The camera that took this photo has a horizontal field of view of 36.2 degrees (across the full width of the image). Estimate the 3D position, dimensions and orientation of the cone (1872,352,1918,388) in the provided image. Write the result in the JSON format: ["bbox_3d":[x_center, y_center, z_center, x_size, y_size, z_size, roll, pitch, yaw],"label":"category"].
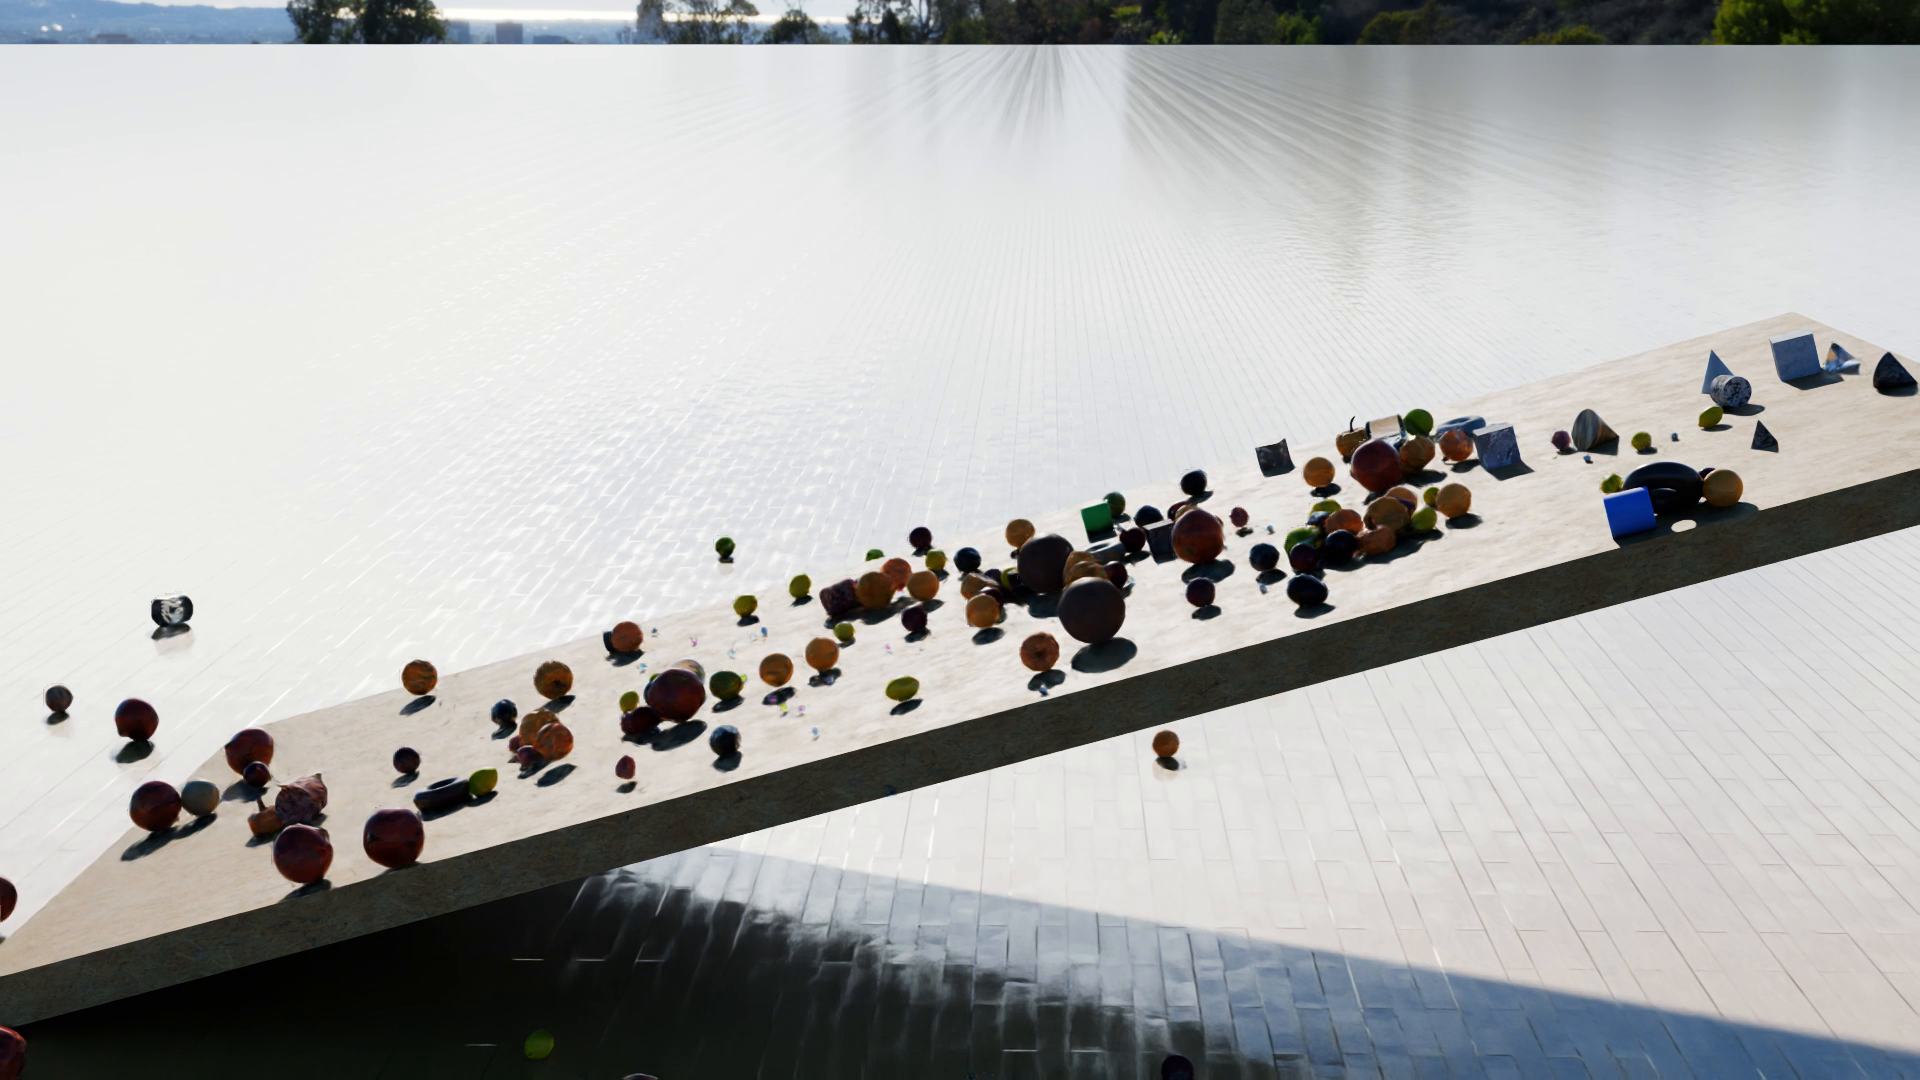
[{"bbox_3d":[1.899,-0.330,5.940,0.079,0.079,0.079,26,24,35],"label":"cone"}]

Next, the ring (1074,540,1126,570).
[{"bbox_3d":[0.307,0.034,6.435,0.120,0.040,0.120,-17,9,3],"label":"ring"}]

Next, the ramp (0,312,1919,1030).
[{"bbox_3d":[0.084,0.190,6.326,4.000,0.100,2.000,-15,9,4],"label":"ramp"}]

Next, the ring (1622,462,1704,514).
[{"bbox_3d":[1.282,-0.095,5.366,0.148,0.049,0.148,4,-28,2],"label":"ring"}]

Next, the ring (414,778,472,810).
[{"bbox_3d":[-1.034,0.508,5.889,0.122,0.041,0.122,-16,8,2],"label":"ring"}]

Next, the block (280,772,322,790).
[{"bbox_3d":[-1.393,0.537,6.247,0.062,0.062,0.062,-10,11,31],"label":"block"}]

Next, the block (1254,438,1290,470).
[{"bbox_3d":[0.749,-0.206,7.041,0.058,0.058,0.058,-10,11,30],"label":"block"}]

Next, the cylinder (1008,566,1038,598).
[{"bbox_3d":[0.136,0.090,6.345,0.054,0.054,0.054,-15,9,3],"label":"cylinder"}]

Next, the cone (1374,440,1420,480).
[{"bbox_3d":[0.973,-0.169,6.513,0.093,0.093,0.093,11,10,-2],"label":"cone"}]

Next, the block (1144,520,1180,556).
[{"bbox_3d":[0.439,-0.006,6.396,0.058,0.058,0.058,-16,9,-3],"label":"block"}]

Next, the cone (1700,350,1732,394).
[{"bbox_3d":[1.656,-0.376,6.441,0.090,0.090,0.090,-15,9,3],"label":"cone"}]

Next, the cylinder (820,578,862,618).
[{"bbox_3d":[-0.272,0.131,6.718,0.070,0.070,0.070,-24,20,-25],"label":"cylinder"}]

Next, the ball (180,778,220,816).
[{"bbox_3d":[-1.669,0.566,6.459,0.084,0.084,0.084,0,10,0],"label":"ball"}]

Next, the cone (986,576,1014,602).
[{"bbox_3d":[0.090,0.114,6.367,0.061,0.061,0.061,12,11,3],"label":"cone"}]

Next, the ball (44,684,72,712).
[{"bbox_3d":[-2.471,0.434,8.061,0.074,0.074,0.074,0,10,0],"label":"ball"}]

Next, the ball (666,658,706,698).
[{"bbox_3d":[-0.583,0.293,6.262,0.083,0.083,0.083,0,10,0],"label":"ball"}]

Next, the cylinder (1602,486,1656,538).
[{"bbox_3d":[1.210,-0.050,5.315,0.080,0.080,0.080,-14,8,11],"label":"cylinder"}]

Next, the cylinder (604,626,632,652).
[{"bbox_3d":[-0.822,0.239,7.063,0.053,0.053,0.053,-14,7,13],"label":"cylinder"}]

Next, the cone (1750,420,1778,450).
[{"bbox_3d":[1.564,-0.211,5.741,0.054,0.054,0.054,-15,9,3],"label":"cone"}]

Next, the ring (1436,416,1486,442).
[{"bbox_3d":[1.148,-0.255,6.737,0.116,0.039,0.116,-14,10,3],"label":"ring"}]

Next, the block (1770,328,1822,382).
[{"bbox_3d":[1.804,-0.401,6.354,0.086,0.086,0.086,-14,10,13],"label":"block"}]

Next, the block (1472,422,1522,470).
[{"bbox_3d":[1.149,-0.202,6.299,0.078,0.078,0.078,-15,9,4],"label":"block"}]

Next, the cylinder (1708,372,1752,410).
[{"bbox_3d":[1.627,-0.315,6.210,0.065,0.065,0.065,-4,23,-20],"label":"cylinder"}]

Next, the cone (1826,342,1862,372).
[{"bbox_3d":[1.894,-0.384,6.282,0.065,0.065,0.065,10,9,-6],"label":"cone"}]

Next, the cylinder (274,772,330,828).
[{"bbox_3d":[-1.365,0.541,6.099,0.085,0.085,0.085,3,26,15],"label":"cylinder"}]

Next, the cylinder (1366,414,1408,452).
[{"bbox_3d":[0.991,-0.248,6.834,0.077,0.077,0.077,-13,6,19],"label":"cylinder"}]
